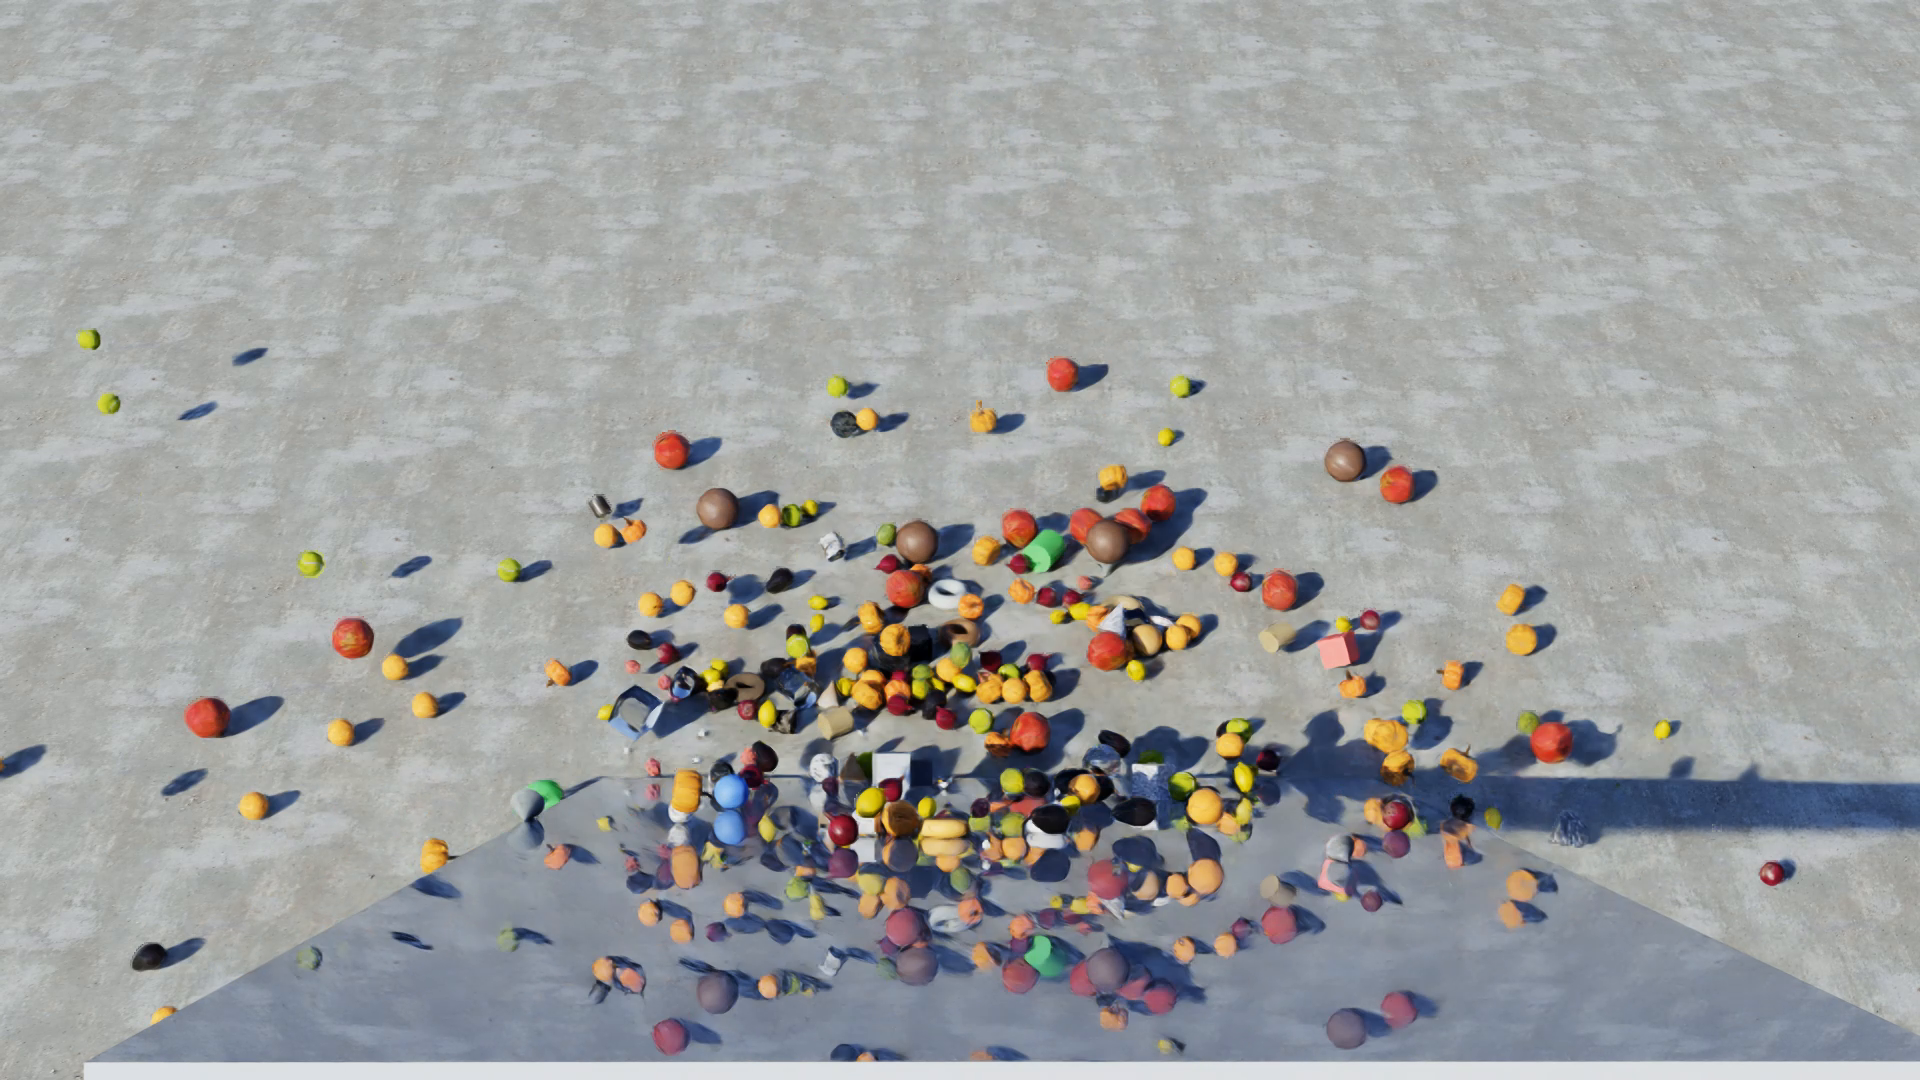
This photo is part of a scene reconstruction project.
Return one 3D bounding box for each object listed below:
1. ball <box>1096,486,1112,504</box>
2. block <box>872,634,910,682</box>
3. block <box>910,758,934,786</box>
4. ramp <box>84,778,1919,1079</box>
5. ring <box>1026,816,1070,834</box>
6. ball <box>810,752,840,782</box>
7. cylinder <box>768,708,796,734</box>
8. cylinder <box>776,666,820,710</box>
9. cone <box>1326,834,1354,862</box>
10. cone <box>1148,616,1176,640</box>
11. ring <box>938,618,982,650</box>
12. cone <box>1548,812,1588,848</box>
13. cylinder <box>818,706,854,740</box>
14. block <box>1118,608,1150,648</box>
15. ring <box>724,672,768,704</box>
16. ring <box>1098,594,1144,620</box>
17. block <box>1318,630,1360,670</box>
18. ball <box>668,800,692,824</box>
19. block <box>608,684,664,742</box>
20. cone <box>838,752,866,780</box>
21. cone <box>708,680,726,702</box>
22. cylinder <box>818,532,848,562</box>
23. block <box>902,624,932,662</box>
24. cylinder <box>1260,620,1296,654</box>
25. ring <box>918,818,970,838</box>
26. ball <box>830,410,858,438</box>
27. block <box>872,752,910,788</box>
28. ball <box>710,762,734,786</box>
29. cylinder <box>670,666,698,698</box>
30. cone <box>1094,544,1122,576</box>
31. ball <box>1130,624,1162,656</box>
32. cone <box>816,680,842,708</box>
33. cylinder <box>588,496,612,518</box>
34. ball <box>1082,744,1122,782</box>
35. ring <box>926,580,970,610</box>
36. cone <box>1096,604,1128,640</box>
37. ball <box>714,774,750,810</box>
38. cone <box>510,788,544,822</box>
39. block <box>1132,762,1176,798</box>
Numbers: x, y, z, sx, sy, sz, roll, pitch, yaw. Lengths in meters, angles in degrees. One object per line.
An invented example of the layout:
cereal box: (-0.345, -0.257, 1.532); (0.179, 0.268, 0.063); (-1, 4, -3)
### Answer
ball: (0.447, -0.141, 8.032); (0.054, 0.054, 0.054); (0, 33, 0)
block: (-0.193, 0.329, 7.265); (0.090, 0.090, 0.090); (-7, 33, -12)
block: (-0.105, 0.584, 6.522); (0.062, 0.062, 0.062); (0, -1, -16)
ramp: (0.072, 0.635, 4.741); (2.000, 0.100, 4.000); (0, -1, 0)
ring: (0.180, 0.580, 5.262); (0.089, 0.030, 0.089); (-1, -1, 0)
ball: (-0.344, 0.578, 6.581); (0.076, 0.076, 0.076); (0, 33, 0)
cylinder: (-0.482, 0.493, 7.035); (0.062, 0.062, 0.062); (11, 34, 11)
cylinder: (-0.447, 0.407, 7.145); (0.088, 0.088, 0.088); (-22, 39, -30)
cone: (0.699, 0.573, 4.713); (0.054, 0.054, 0.054); (-4, 26, -6)
cone: (0.560, 0.276, 7.394); (0.087, 0.087, 0.087); (13, 61, 19)
ring: (-0.001, 0.268, 7.405); (0.125, 0.042, 0.125); (1, 31, 0)
cone: (1.532, 0.756, 6.613); (0.097, 0.097, 0.097); (18, 55, -27)
cylinder: (-0.336, 0.494, 7.023); (0.072, 0.072, 0.072); (-19, 37, -29)
block: (0.492, 0.252, 7.398); (0.076, 0.076, 0.076); (-11, 34, -17)
ring: (-0.594, 0.410, 7.186); (0.120, 0.040, 0.120); (0, 31, 0)
ring: (0.467, 0.206, 7.500); (0.134, 0.045, 0.134); (-1, 33, 1)
block: (1.061, 0.308, 7.263); (0.080, 0.080, 0.080); (-14, 3, 30)
ball: (-0.589, 0.572, 5.461); (0.052, 0.052, 0.052); (0, 33, 0)
block: (-0.871, 0.464, 6.962); (0.093, 0.093, 0.093); (31, 26, 12)
cone: (-0.278, 0.580, 6.697); (0.075, 0.075, 0.075); (0, -1, 0)
cone: (-0.665, 0.425, 7.173); (0.054, 0.054, 0.054); (-15, 66, -22)
cylinder: (-0.377, 0.020, 7.699); (0.062, 0.062, 0.062); (-21, 70, -29)
block: (-0.123, 0.293, 7.339); (0.071, 0.071, 0.071); (-8, 34, -13)
cylinder: (0.890, 0.270, 7.270); (0.072, 0.072, 0.072); (-27, 41, -35)
ring: (-0.032, 0.576, 5.190); (0.105, 0.035, 0.105); (1, -2, 0)
ball: (-0.372, -0.373, 8.361); (0.090, 0.090, 0.090); (0, 33, 0)
block: (-0.173, 0.573, 6.477); (0.083, 0.083, 0.083); (0, -1, -11)
ball: (-0.590, 0.583, 6.438); (0.062, 0.062, 0.062); (0, 33, 0)
cylinder: (-0.717, 0.369, 6.737); (0.057, 0.057, 0.057); (6, 41, 9)
cone: (0.436, 0.074, 7.707); (0.088, 0.088, 0.088); (4, 58, 7)
ball: (0.527, 0.282, 7.328); (0.091, 0.091, 0.091); (0, 33, 0)
cone: (-0.354, 0.416, 7.132); (0.072, 0.072, 0.072); (8, 22, -3)
cylinder: (-1.097, -0.100, 7.903); (0.052, 0.052, 0.052); (-27, 79, -35)
ball: (0.362, 0.567, 6.593); (0.098, 0.098, 0.098); (0, 33, 0)
ring: (-0.033, 0.159, 7.575); (0.130, 0.043, 0.130); (-1, 33, 1)
cone: (0.443, 0.220, 7.338); (0.096, 0.096, 0.096); (19, -8, 3)
ball: (-0.510, 0.564, 5.799); (0.079, 0.079, 0.079); (0, 33, 0)
cone: (-0.928, 0.583, 5.542); (0.074, 0.074, 0.074); (-2, 26, -3)
block: (0.462, 0.571, 6.163); (0.076, 0.076, 0.076); (-1, -1, 41)
